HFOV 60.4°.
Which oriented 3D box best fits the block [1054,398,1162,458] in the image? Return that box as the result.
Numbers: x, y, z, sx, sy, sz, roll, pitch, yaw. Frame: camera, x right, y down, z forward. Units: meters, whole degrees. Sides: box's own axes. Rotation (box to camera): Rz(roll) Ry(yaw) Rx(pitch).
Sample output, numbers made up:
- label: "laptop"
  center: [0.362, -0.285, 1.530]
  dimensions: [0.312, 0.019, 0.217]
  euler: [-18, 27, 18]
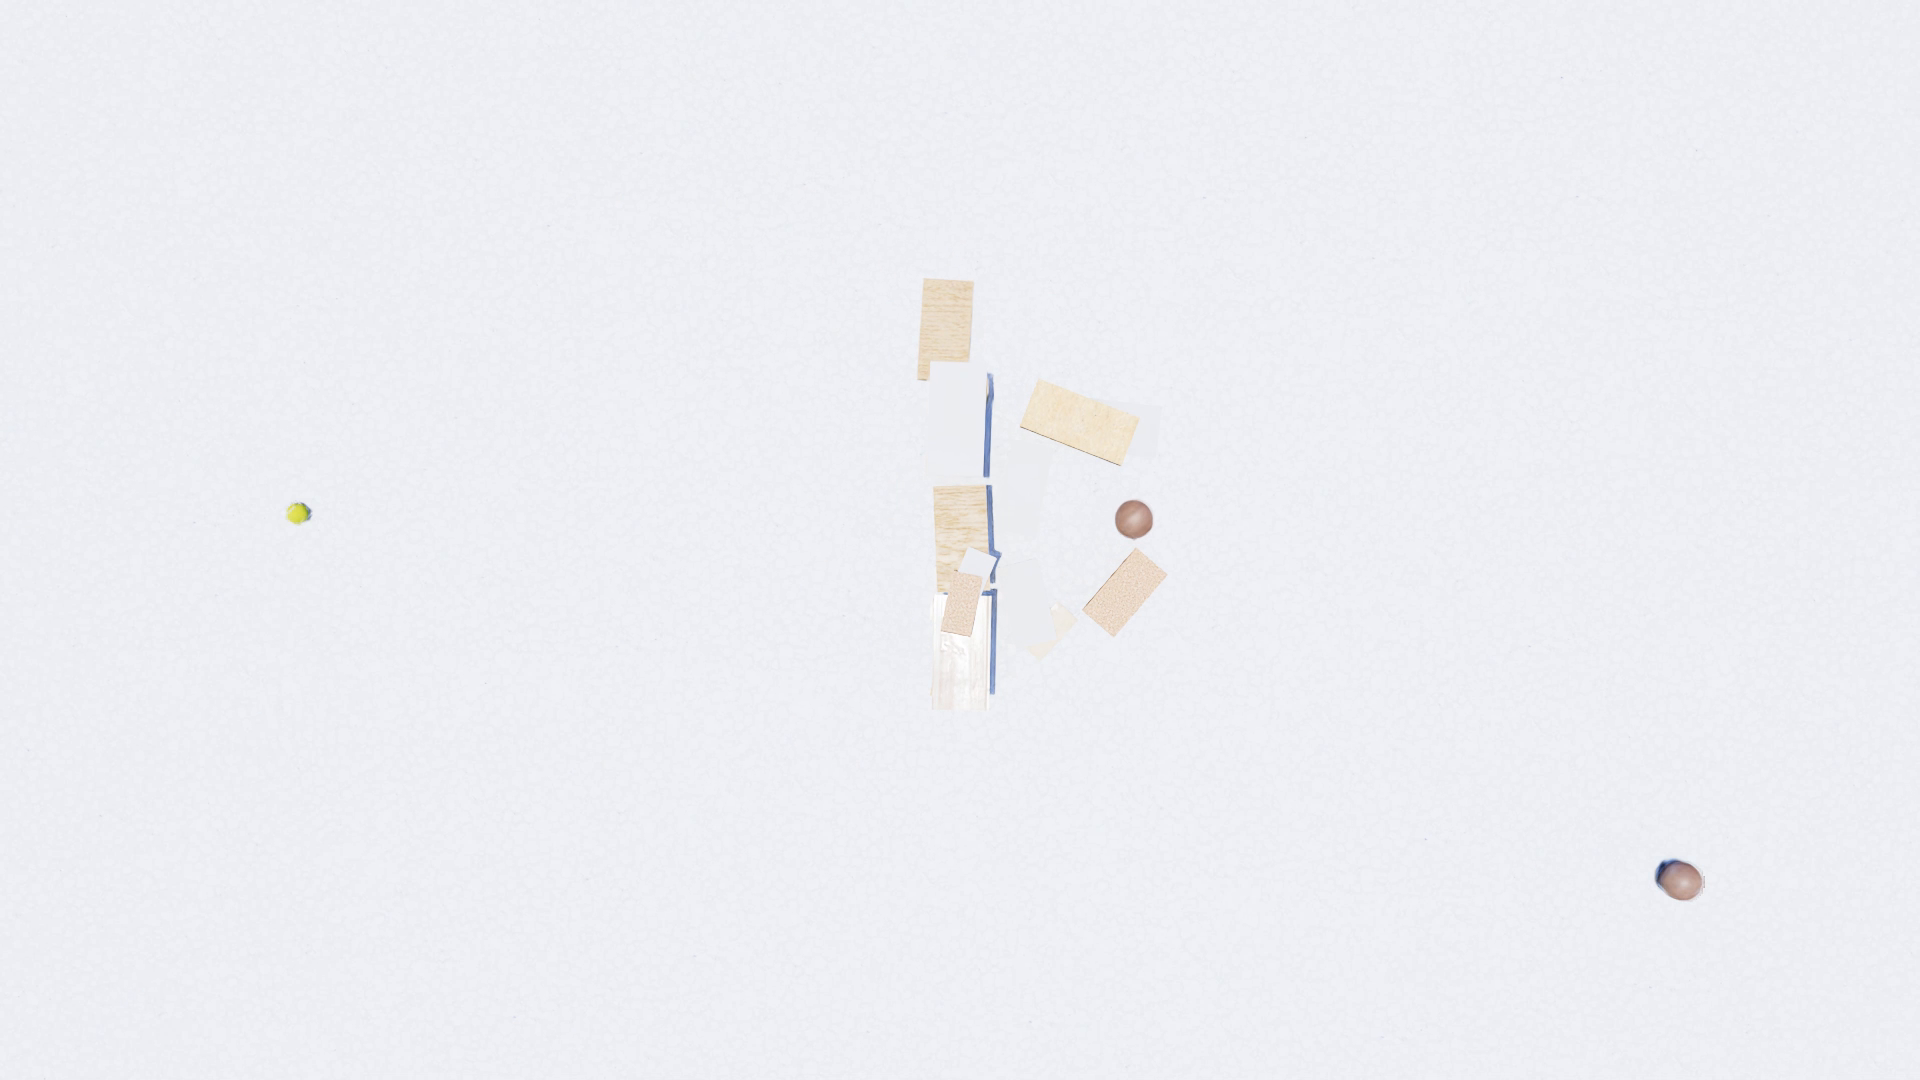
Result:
- label: "block"
  center: [0.491, -0.378, 5.476]
  dimensions: [0.335, 0.047, 0.167]
  euler: [7, 90, 0]

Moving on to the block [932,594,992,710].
- label: "block"
  center: [0.004, 0.349, 5.121]
  dimensions: [0.177, 0.050, 0.354]
  euler: [1, 90, 0]

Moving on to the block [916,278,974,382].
- label: "block"
  center: [-0.048, -0.694, 5.476]
  dimensions: [0.167, 0.047, 0.335]
  euler: [4, 89, 1]

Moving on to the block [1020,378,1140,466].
- label: "block"
  center: [0.394, -0.387, 5.429]
  dimensions: [0.358, 0.047, 0.167]
  euler: [21, 90, 0]

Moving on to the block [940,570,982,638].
- label: "block"
  center: [0.005, 0.196, 5.051]
  dimensions: [0.094, 0.027, 0.187]
  euler: [11, 80, 2]

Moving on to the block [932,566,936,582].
- label: "block"
  center: [-0.002, 0.108, 5.335]
  dimensions: [0.165, 0.329, 0.047]
  euler: [0, 90, 0]

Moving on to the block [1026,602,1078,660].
- label: "block"
  center: [0.295, 0.303, 5.487]
  dimensions: [0.094, 0.027, 0.187]
  euler: [43, 90, 0]

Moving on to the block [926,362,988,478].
- label: "block"
  center: [-0.010, -0.374, 5.124]
  dimensions: [0.175, 0.050, 0.350]
  euler: [2, 91, 0]

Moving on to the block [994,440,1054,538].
- label: "block"
  center: [0.211, -0.172, 5.480]
  dimensions: [0.138, 0.039, 0.303]
  euler: [12, 90, 0]

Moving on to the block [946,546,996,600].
- label: "block"
  center: [0.033, 0.125, 5.092]
  dimensions: [0.094, 0.027, 0.187]
  euler: [23, 80, 4]

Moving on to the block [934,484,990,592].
- label: "block"
  center: [0.005, -0.005, 5.147]
  dimensions: [0.165, 0.047, 0.329]
  euler: [-2, 90, 0]

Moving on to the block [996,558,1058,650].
- label: "block"
  center: [0.223, 0.211, 5.462]
  dimensions: [0.138, 0.039, 0.275]
  euler: [-14, 84, 4]

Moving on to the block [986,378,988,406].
- label: "block"
  center: [0.002, -0.472, 5.324]
  dimensions: [0.175, 0.350, 0.050]
  euler: [0, 87, 0]

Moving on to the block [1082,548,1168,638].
- label: "block"
  center: [0.547, 0.174, 5.480]
  dimensions: [0.138, 0.039, 0.275]
  euler: [41, 90, 0]

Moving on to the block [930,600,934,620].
- label: "block"
  center: [-0.005, 0.229, 5.323]
  dimensions: [0.177, 0.354, 0.050]
  euler: [4, 90, 0]

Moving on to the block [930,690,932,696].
- label: "block"
  center: [-0.002, 0.475, 5.323]
  dimensions: [0.177, 0.354, 0.050]
  euler: [9, 90, 0]
